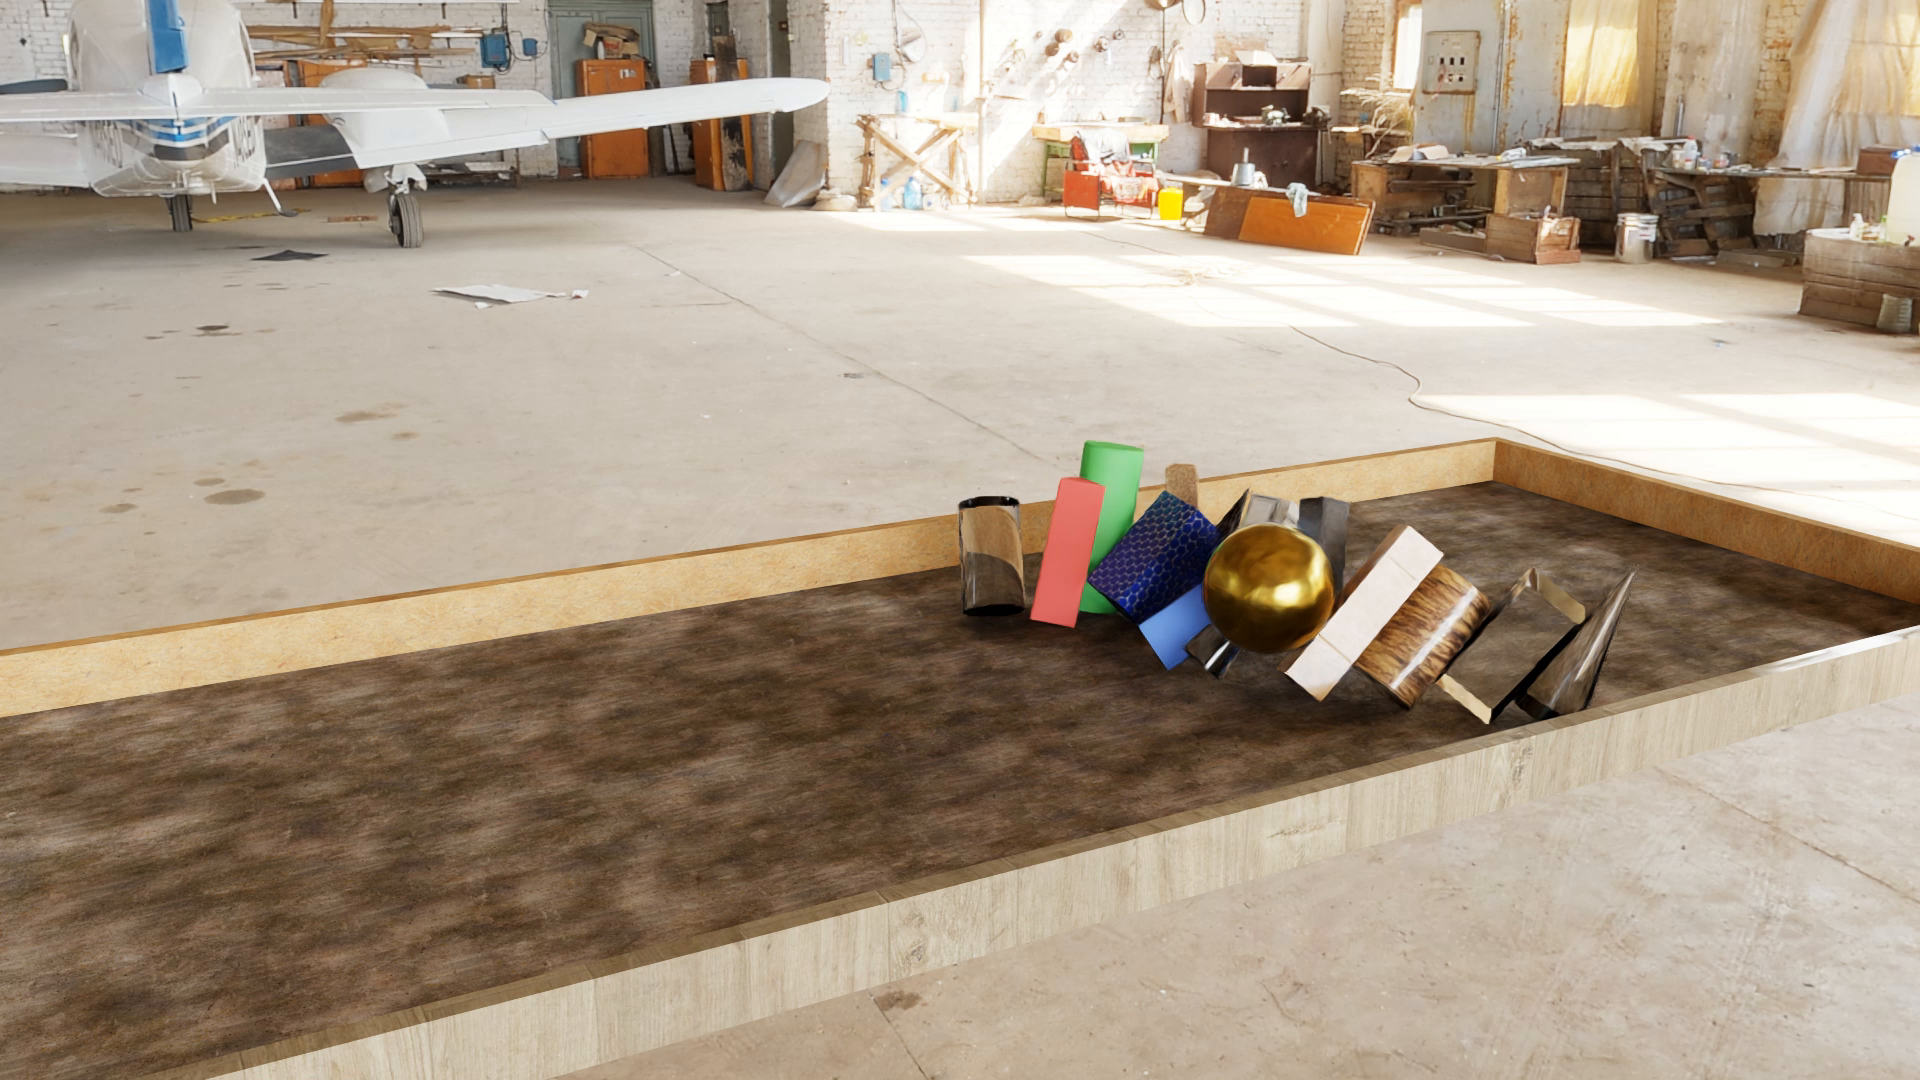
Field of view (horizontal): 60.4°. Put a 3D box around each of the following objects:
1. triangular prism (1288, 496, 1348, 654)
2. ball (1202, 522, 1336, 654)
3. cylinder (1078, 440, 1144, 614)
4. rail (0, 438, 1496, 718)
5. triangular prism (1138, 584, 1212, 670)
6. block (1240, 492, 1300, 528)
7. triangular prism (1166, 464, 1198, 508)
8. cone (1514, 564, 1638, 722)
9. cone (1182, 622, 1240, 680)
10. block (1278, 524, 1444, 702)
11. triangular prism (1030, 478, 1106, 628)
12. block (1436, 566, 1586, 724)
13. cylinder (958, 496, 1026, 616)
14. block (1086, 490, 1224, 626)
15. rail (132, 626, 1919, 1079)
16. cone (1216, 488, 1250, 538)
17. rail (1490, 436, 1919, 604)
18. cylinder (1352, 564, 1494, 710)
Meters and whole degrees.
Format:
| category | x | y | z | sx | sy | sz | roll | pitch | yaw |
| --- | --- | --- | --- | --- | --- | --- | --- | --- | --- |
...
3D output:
| category | x | y | z | sx | sy | sz | roll | pitch | yaw |
| --- | --- | --- | --- | --- | --- | --- | --- | --- | --- |
| triangular prism | 0.884 | 0.123 | 4.147 | 0.104 | 0.452 | 0.121 | 2 | -5 | 41 |
| ball | 0.740 | 0.116 | 3.951 | 0.316 | 0.316 | 0.316 | 0 | 16 | 0 |
| cylinder | 0.397 | -0.037 | 4.625 | 0.168 | 0.459 | 0.168 | 8 | 9 | -1 |
| rail | -3.305 | 0.497 | 3.399 | 12.000 | 0.150 | 0.050 | -9 | 18 | -27 |
| triangular prism | 0.670 | 0.143 | 4.242 | 0.437 | 0.120 | 0.139 | -34 | 20 | 4 |
| block | 0.798 | 0.078 | 4.406 | 0.119 | 0.377 | 0.119 | 15 | -9 | 41 |
| triangular prism | 0.624 | -0.010 | 4.660 | 0.088 | 0.406 | 0.077 | -6 | 11 | -7 |
| cone | 1.449 | 0.229 | 3.784 | 0.166 | 0.415 | 0.166 | 22 | 19 | -8 |
| cone | 0.738 | 0.159 | 4.135 | 0.126 | 0.407 | 0.126 | 41 | 2 | -1 |
| block | 0.965 | 0.175 | 3.988 | 0.108 | 0.458 | 0.108 | 40 | 1 | -1 |
| triangular prism | 0.294 | 0.027 | 4.551 | 0.124 | 0.398 | 0.107 | 11 | 9 | -2 |
| block | 1.295 | 0.248 | 3.882 | 0.155 | 0.323 | 0.155 | 40 | 26 | 8 |
| cylinder | 0.087 | 0.047 | 4.575 | 0.174 | 0.304 | 0.174 | -3 | -13 | -1 |
| block | 0.544 | 0.066 | 4.481 | 0.179 | 0.327 | 0.179 | 42 | -2 | -30 |
| rail | -2.336 | 1.006 | 1.665 | 12.000 | 0.150 | 0.050 | -9 | 18 | -27 |
| cone | 0.715 | 0.017 | 4.575 | 0.155 | 0.384 | 0.155 | 29 | -1 | 0 |
| rail | 2.466 | -0.048 | 5.253 | 0.050 | 0.150 | 2.100 | -9 | 18 | -27 |
| cylinder | 1.105 | 0.232 | 3.947 | 0.176 | 0.313 | 0.176 | 40 | -1 | 1 |
